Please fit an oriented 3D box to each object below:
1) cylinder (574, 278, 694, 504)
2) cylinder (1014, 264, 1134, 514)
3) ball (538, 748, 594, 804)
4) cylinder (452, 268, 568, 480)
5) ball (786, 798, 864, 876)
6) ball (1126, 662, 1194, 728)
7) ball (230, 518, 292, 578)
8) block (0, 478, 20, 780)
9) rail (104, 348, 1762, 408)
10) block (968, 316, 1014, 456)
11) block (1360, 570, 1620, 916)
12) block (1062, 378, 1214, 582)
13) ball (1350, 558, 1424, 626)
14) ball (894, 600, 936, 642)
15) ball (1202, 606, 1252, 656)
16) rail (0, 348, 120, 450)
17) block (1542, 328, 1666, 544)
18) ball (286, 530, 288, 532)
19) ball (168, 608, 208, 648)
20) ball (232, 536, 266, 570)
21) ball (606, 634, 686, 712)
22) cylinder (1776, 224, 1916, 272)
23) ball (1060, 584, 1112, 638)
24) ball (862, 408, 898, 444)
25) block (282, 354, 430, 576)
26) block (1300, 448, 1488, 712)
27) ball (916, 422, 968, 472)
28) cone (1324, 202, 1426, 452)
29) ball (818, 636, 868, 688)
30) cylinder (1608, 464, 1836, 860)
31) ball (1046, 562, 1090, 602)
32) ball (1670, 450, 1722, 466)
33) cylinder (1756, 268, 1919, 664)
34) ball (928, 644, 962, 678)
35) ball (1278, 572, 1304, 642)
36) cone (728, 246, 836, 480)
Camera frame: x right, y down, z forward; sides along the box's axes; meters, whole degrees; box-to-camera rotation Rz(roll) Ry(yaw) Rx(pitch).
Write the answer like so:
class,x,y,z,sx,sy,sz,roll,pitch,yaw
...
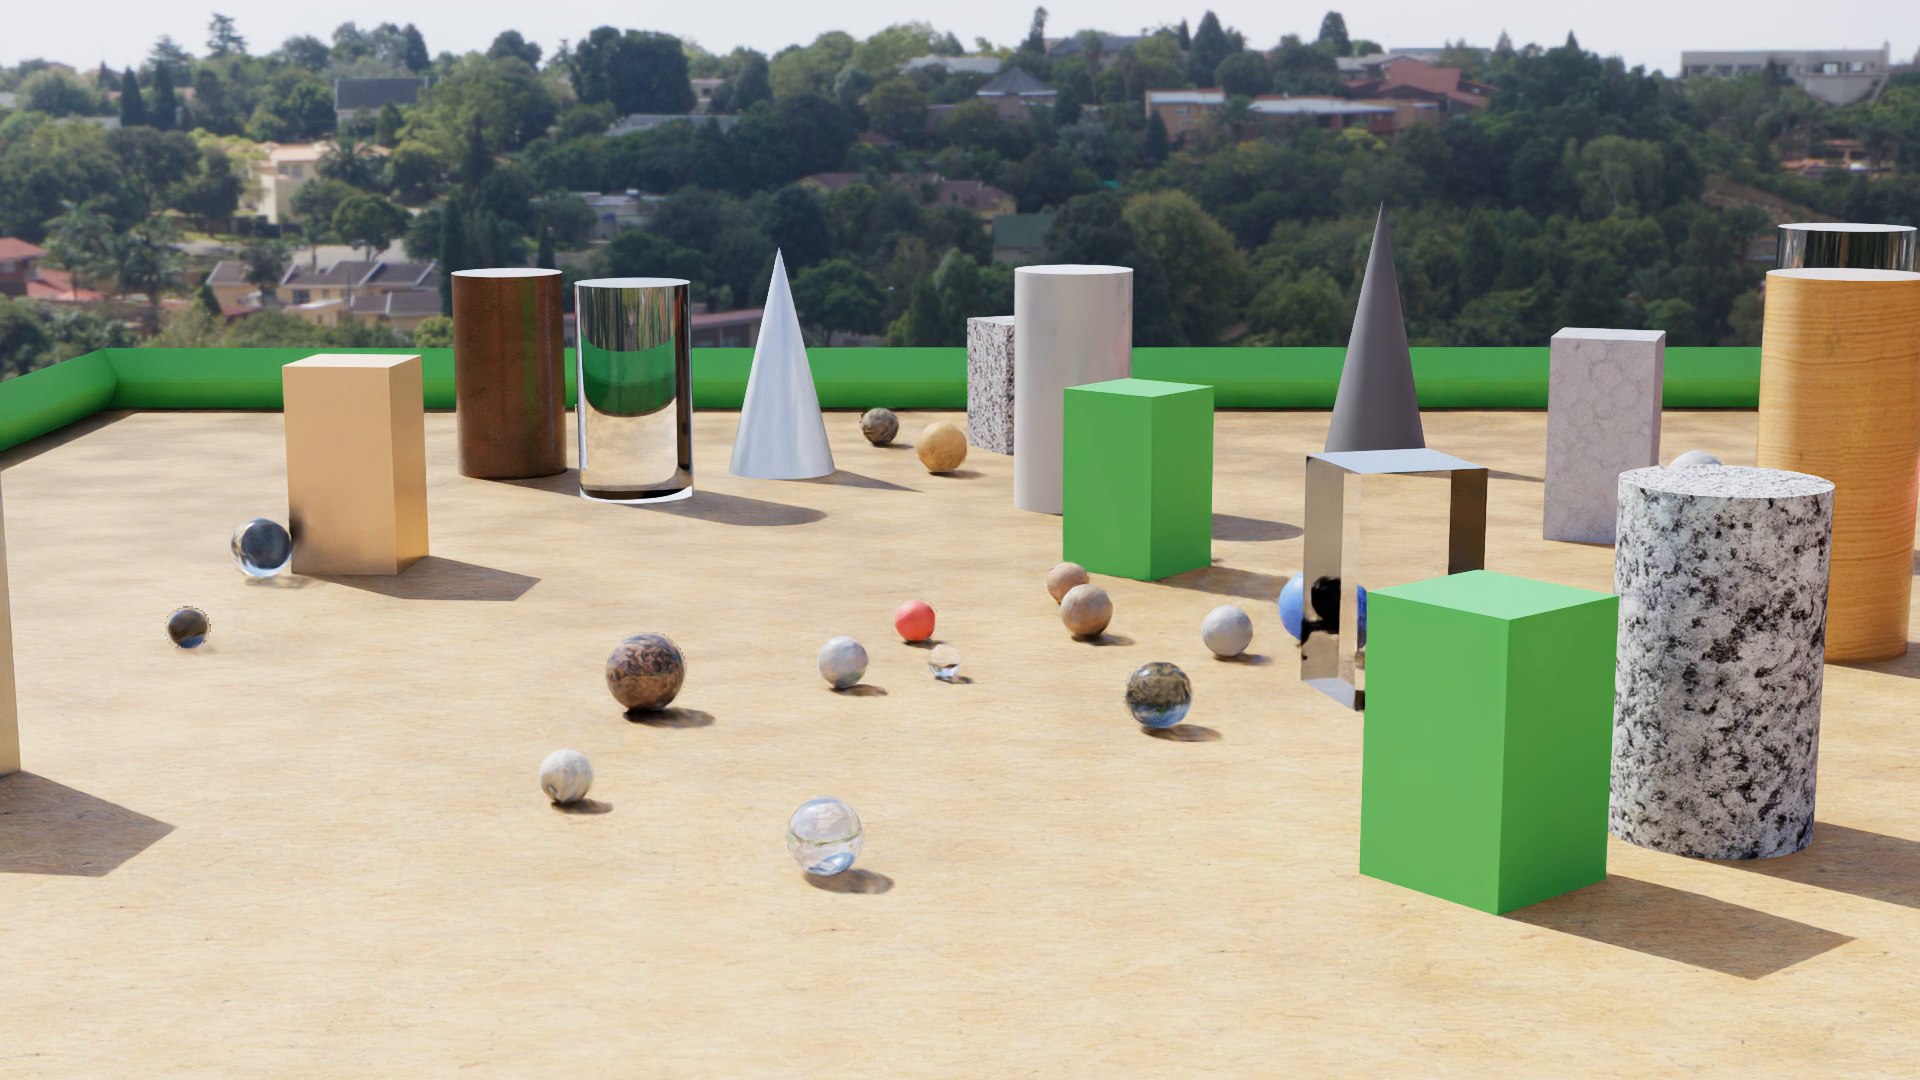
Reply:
class,x,y,z,sx,sy,sz,roll,pitch,yaw
cylinder,-0.555,-0.258,4.376,0.195,0.362,0.195,0,11,0
cylinder,0.188,-0.252,4.261,0.195,0.393,0.195,0,11,0
ball,-0.393,0.236,2.560,0.054,0.054,0.054,0,11,0
cylinder,-0.810,-0.301,4.618,0.195,0.359,0.195,0,11,0
ball,-0.123,0.269,2.333,0.071,0.071,0.071,0,11,0
ball,0.221,0.172,2.846,0.075,0.075,0.075,0,11,0
ball,-1.001,0.011,3.674,0.085,0.085,0.085,0,11,0
block,-1.072,0.083,2.590,0.156,0.344,0.156,2,11,8
rail,-0.012,-0.345,5.484,3.642,0.127,0.045,0,11,0
block,0.120,-0.300,4.924,0.156,0.246,0.156,-5,12,-27
block,0.474,0.177,2.307,0.156,0.262,0.156,-9,14,-40
block,0.260,-0.091,3.745,0.156,0.265,0.156,8,13,38
ball,0.538,0.071,3.213,0.096,0.096,0.096,0,11,0
ball,-0.057,0.104,3.275,0.053,0.053,0.053,0,11,0
ball,0.333,0.113,3.194,0.064,0.064,0.064,0,11,0
rail,-1.797,0.035,3.439,0.045,0.127,4.187,0,11,0
block,1.005,-0.164,4.000,0.156,0.315,0.156,4,11,20
ball,-1.028,0.000,3.838,0.051,0.051,0.051,0,11,0
ball,-0.975,0.112,3.239,0.050,0.050,0.050,0,11,0
ball,-1.037,0.018,3.744,0.050,0.050,0.050,0,11,0
ball,-0.358,0.151,2.917,0.090,0.090,0.090,0,11,0
cylinder,1.315,-0.224,3.849,0.195,0.488,0.195,0,11,0
ball,0.162,0.091,3.301,0.068,0.068,0.068,0,11,0
ball,-0.155,-0.221,4.970,0.072,0.072,0.072,0,11,0
block,-0.883,-0.113,3.761,0.156,0.302,0.156,1,11,5
block,0.504,0.043,2.996,0.156,0.274,0.156,-3,11,-15
ball,-0.032,-0.168,4.630,0.092,0.092,0.092,0,11,0
cone,0.773,-0.386,4.735,0.195,0.483,0.195,0,11,0
ball,-0.138,0.144,3.035,0.061,0.061,0.061,0,11,0
cylinder,0.720,0.111,2.445,0.195,0.340,0.195,0,11,0
ball,0.148,0.059,3.504,0.058,0.058,0.058,0,11,0
ball,1.217,-0.099,4.242,0.098,0.098,0.098,0,11,0
cylinder,1.098,-0.097,3.213,0.195,0.470,0.195,0,11,0
ball,-0.019,0.145,3.085,0.040,0.040,0.040,0,11,0
ball,0.453,0.085,3.257,0.097,0.097,0.097,0,11,0
cone,-0.323,-0.326,4.620,0.195,0.406,0.195,0,11,0
